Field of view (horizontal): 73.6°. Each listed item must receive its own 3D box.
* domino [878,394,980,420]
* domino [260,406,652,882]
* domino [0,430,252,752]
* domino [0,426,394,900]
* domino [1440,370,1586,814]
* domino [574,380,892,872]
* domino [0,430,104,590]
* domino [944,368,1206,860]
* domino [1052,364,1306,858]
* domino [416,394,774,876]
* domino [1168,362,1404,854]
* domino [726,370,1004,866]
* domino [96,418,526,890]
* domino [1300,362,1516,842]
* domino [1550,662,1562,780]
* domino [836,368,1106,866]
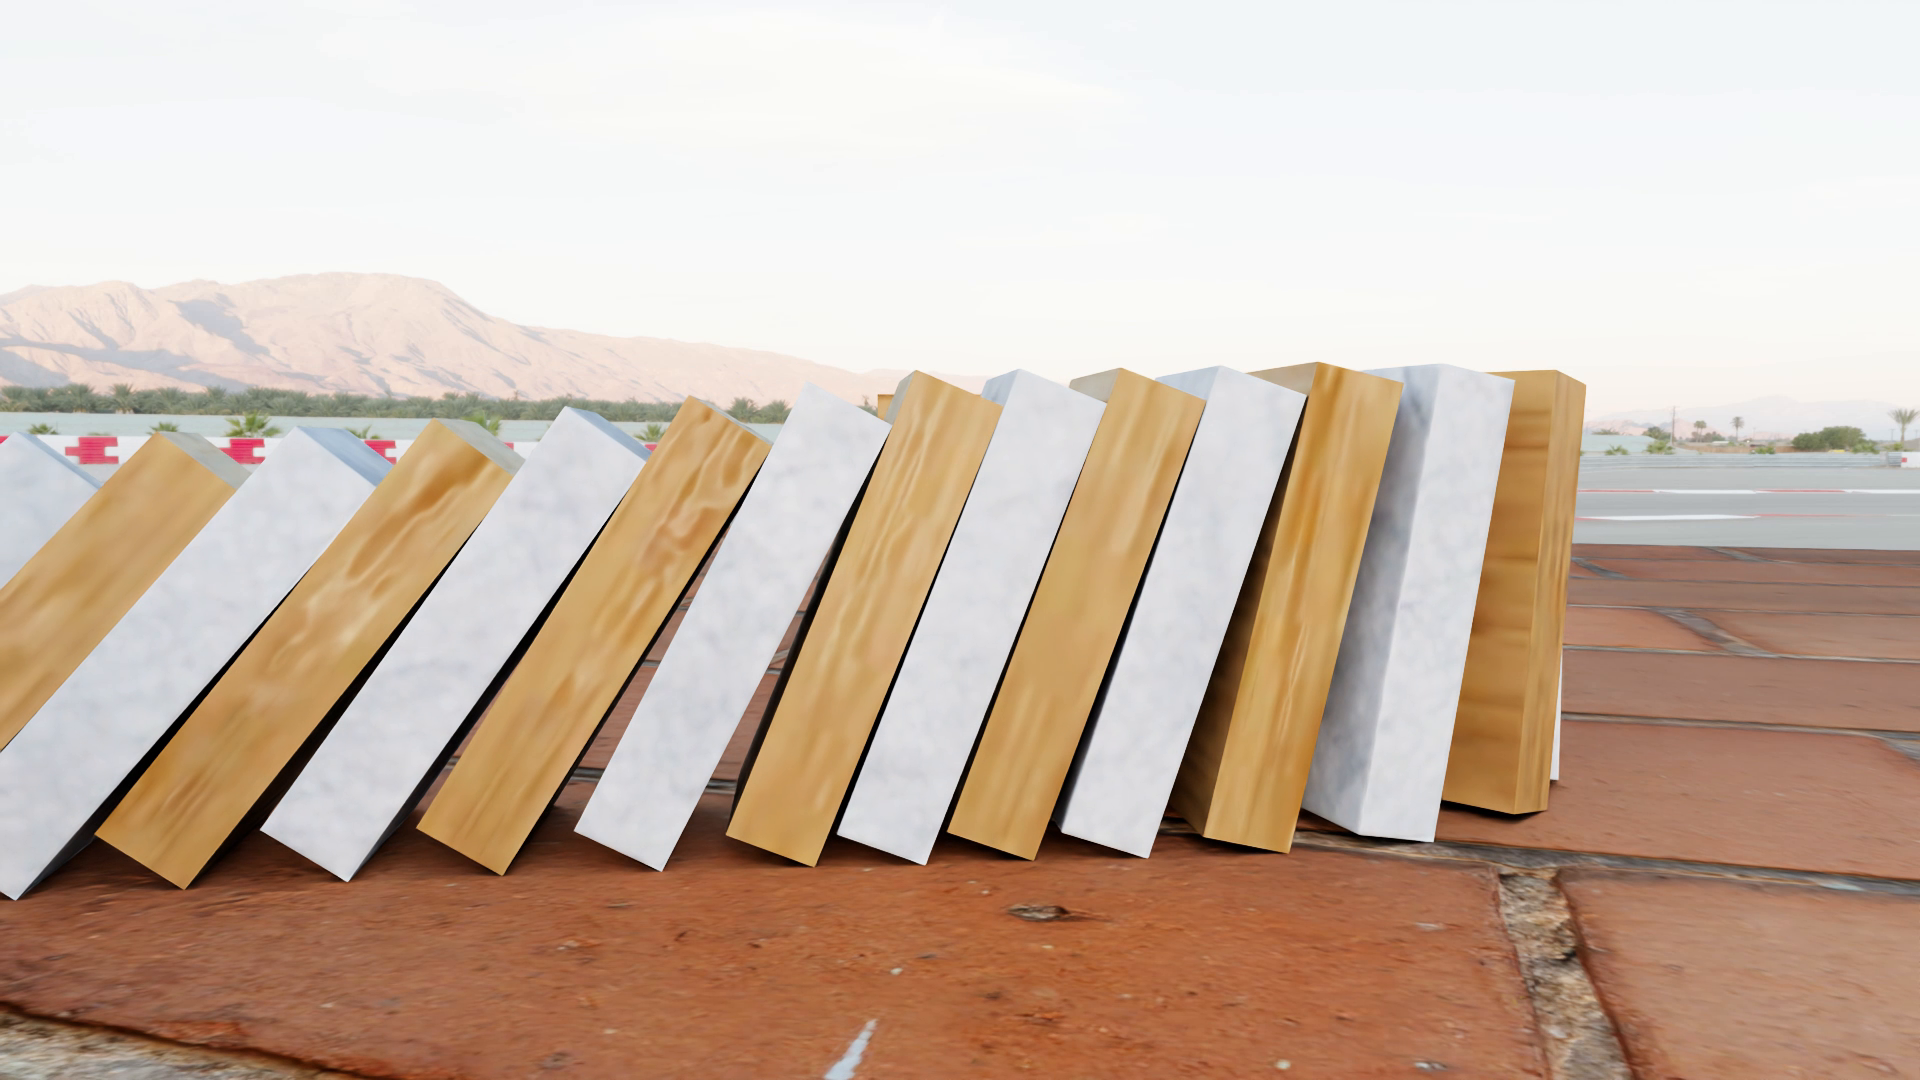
[{"bbox_3d":[0.000,0.002,0.201,0.025,0.050,0.010,0,4,0],"label":"domino"},{"bbox_3d":[-0.051,0.009,0.137,0.010,0.050,0.025,35,-2,-10],"label":"domino"},{"bbox_3d":[-0.094,0.011,0.131,0.009,0.050,0.025,43,-12,-20],"label":"domino"},{"bbox_3d":[-0.079,0.010,0.133,0.010,0.050,0.025,41,-7,-14],"label":"domino"},{"bbox_3d":[0.059,0.005,0.156,0.009,0.050,0.025,8,-2,-44],"label":"domino"},{"bbox_3d":[-0.024,0.008,0.139,0.010,0.050,0.025,27,1,-8],"label":"domino"},{"bbox_3d":[-0.108,0.011,0.128,0.010,0.050,0.025,45,-20,-26],"label":"domino"},{"bbox_3d":[0.010,0.007,0.142,0.009,0.050,0.025,20,2,-8],"label":"domino"},{"bbox_3d":[0.021,0.007,0.143,0.009,0.050,0.025,18,2,-8],"label":"domino"},{"bbox_3d":[-0.037,0.009,0.138,0.010,0.050,0.025,32,0,-8],"label":"domino"},{"bbox_3d":[0.034,0.006,0.144,0.010,0.050,0.025,13,3,-8],"label":"domino"},{"bbox_3d":[-0.011,0.007,0.140,0.010,0.050,0.025,22,2,-8],"label":"domino"},{"bbox_3d":[-0.065,0.010,0.135,0.009,0.050,0.025,38,-4,-12],"label":"domino"},{"bbox_3d":[0.046,0.006,0.147,0.010,0.050,0.025,9,1,-19],"label":"domino"},{"bbox_3d":[0.065,0.005,0.168,0.025,0.050,0.009,2,-2,23],"label":"domino"},{"bbox_3d":[0.000,0.007,0.141,0.010,0.050,0.025,21,2,-8],"label":"domino"}]
